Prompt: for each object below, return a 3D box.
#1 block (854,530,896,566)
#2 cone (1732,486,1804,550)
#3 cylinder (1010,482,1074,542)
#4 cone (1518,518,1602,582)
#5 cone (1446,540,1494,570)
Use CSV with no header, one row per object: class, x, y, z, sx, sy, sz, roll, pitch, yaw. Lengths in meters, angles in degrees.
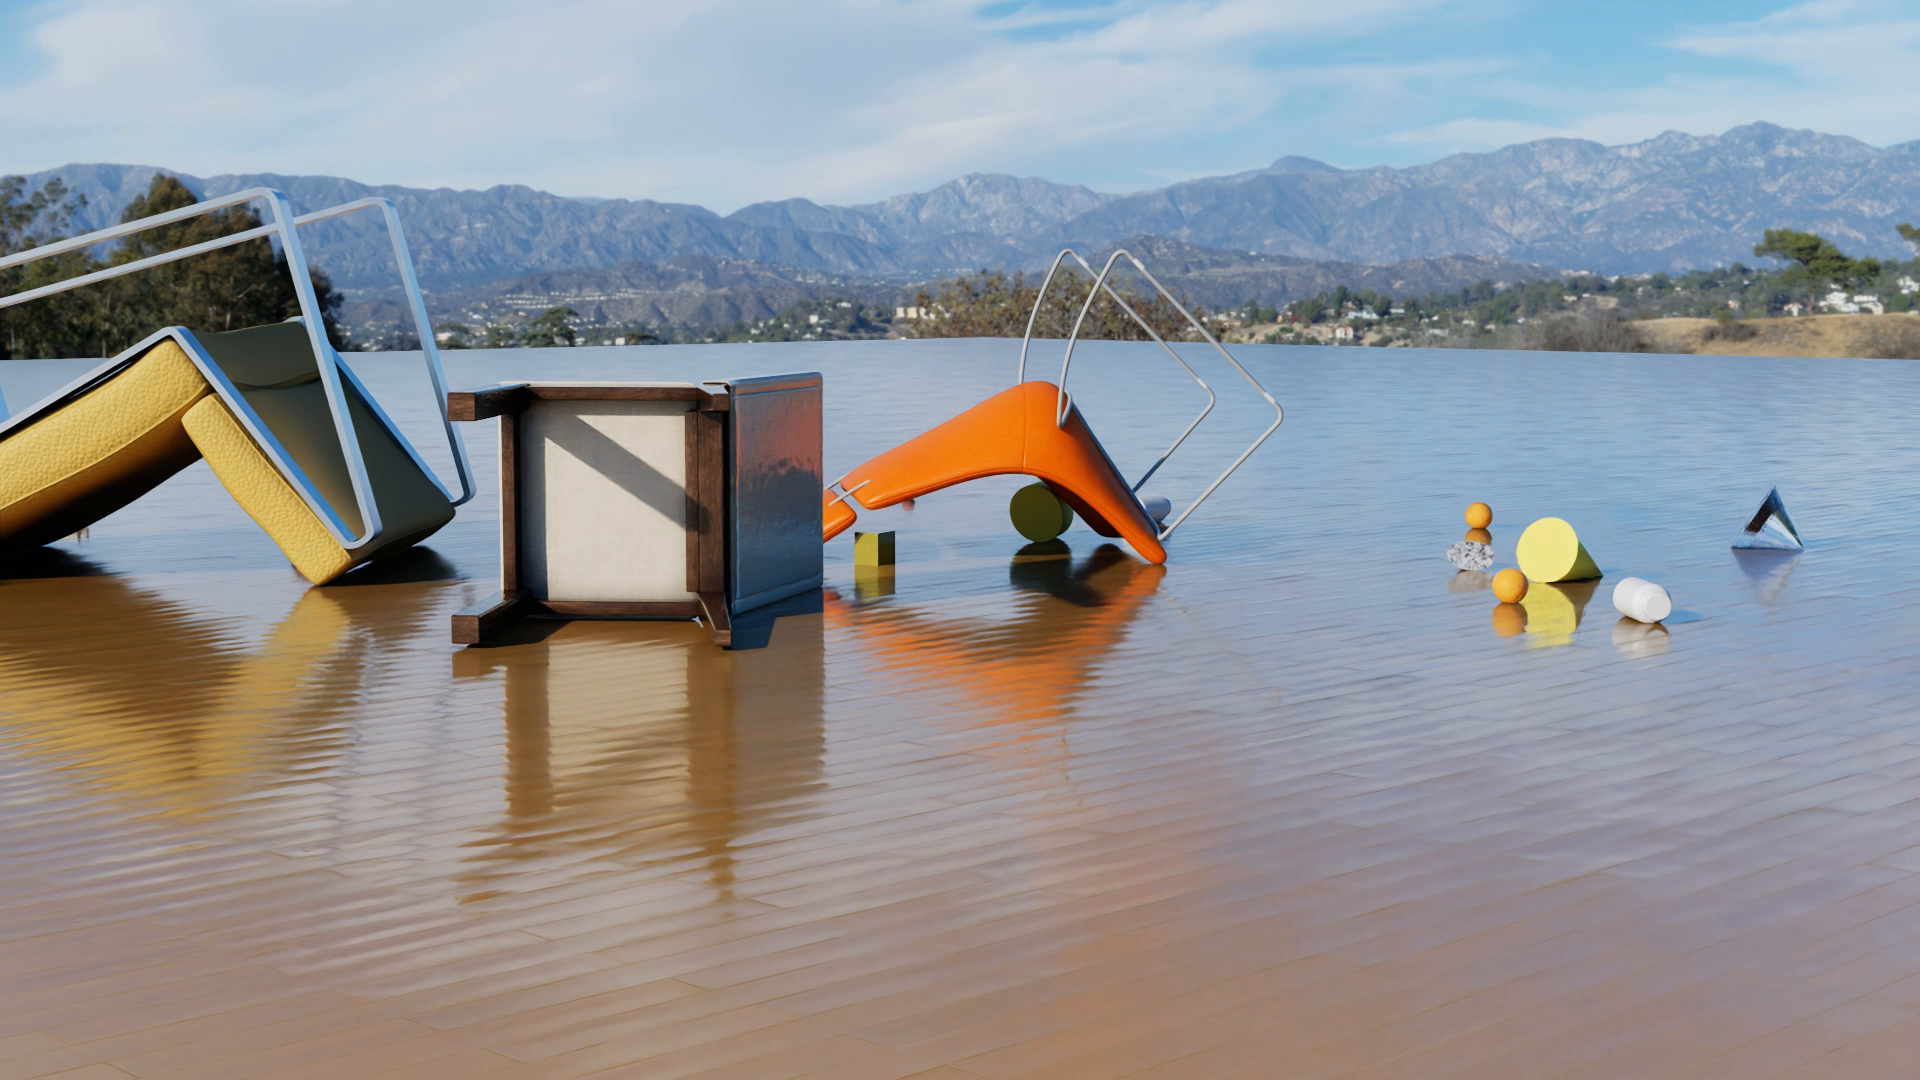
block,-0.195,0.017,5.884,0.063,0.074,0.075,3,7,30
cone,1.978,-0.017,6.196,0.145,0.168,0.198,35,-28,11
cylinder,0.205,-0.071,6.418,0.129,0.147,0.136,-36,-3,14
cone,1.341,0.050,5.590,0.205,0.144,0.164,20,7,-37
cone,1.146,0.048,5.790,0.111,0.078,0.054,-3,-29,-8
